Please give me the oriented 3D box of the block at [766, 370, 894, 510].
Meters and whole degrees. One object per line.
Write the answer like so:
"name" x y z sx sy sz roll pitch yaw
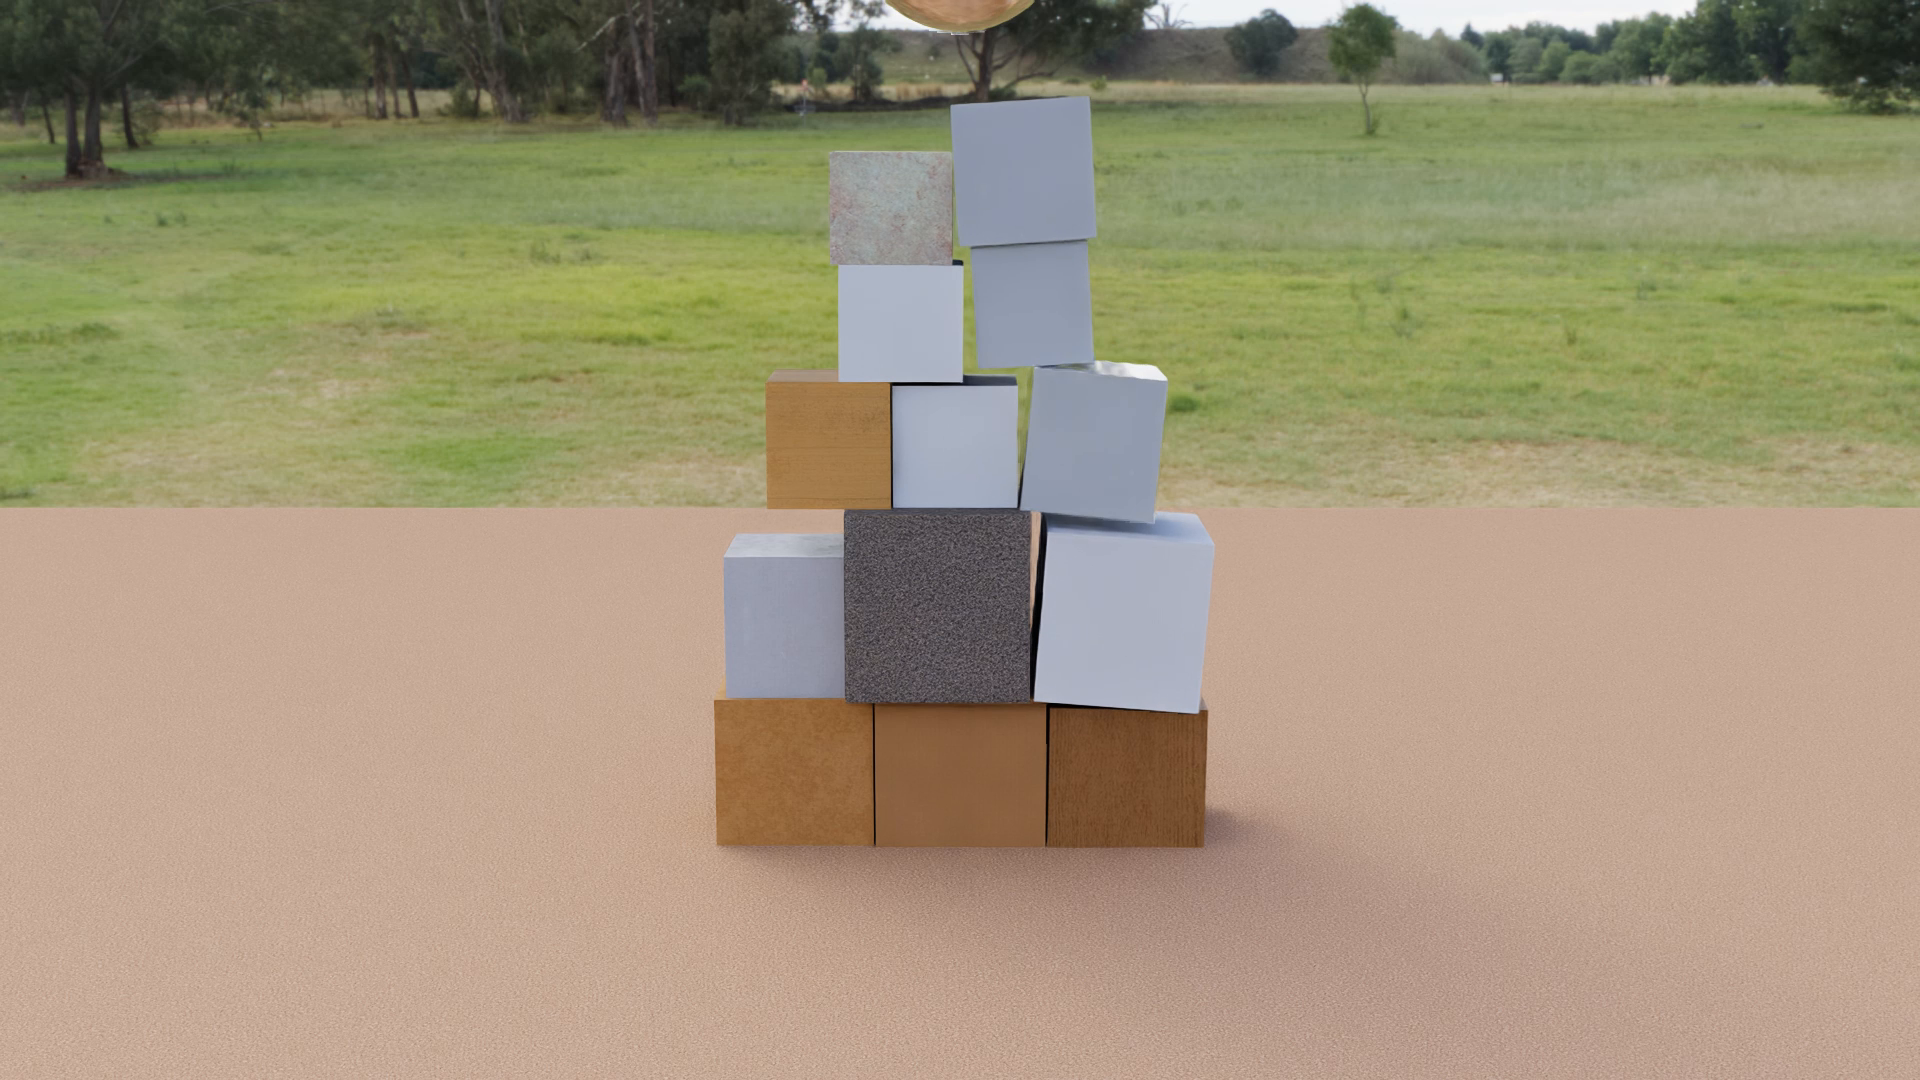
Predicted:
"block" -0.645 -0.516 11.075 0.609 0.627 0.627 0 10 0

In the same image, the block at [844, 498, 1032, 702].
"block" -0.110 0.258 11.208 0.910 0.942 0.917 0 10 0

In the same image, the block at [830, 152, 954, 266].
"block" -0.332 -1.648 10.887 0.593 0.539 0.566 0 10 0

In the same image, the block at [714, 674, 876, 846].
"block" -0.830 1.101 11.398 0.792 0.755 0.756 0 10 0

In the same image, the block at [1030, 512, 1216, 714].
"block" 0.805 0.330 11.221 0.816 0.849 0.896 4 10 0

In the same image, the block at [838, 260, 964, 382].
"block" -0.287 -1.102 10.971 0.604 0.565 0.605 0 10 0

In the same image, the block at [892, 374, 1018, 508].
"block" -0.023 -0.508 11.096 0.614 0.604 0.562 0 10 0

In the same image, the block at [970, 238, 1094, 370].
"block" 0.353 -1.196 10.968 0.568 0.603 0.572 -4 10 1

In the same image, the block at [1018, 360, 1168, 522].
"block" 0.653 -0.524 11.074 0.655 0.699 0.708 5 10 -1

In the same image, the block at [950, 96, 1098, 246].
"block" 0.306 -1.823 10.857 0.666 0.673 0.653 -4 10 1

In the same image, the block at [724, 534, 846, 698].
"block" -0.873 0.378 11.264 0.596 0.717 0.663 0 10 0

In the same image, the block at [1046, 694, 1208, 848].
"block" 0.837 1.122 11.376 0.787 0.713 0.774 1 10 0

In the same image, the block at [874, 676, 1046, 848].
"block" 0.003 1.094 11.397 0.853 0.770 0.815 0 10 0

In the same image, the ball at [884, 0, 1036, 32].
"ball" 0.000 -4.415 15.566 1.600 1.600 1.600 0 10 0
